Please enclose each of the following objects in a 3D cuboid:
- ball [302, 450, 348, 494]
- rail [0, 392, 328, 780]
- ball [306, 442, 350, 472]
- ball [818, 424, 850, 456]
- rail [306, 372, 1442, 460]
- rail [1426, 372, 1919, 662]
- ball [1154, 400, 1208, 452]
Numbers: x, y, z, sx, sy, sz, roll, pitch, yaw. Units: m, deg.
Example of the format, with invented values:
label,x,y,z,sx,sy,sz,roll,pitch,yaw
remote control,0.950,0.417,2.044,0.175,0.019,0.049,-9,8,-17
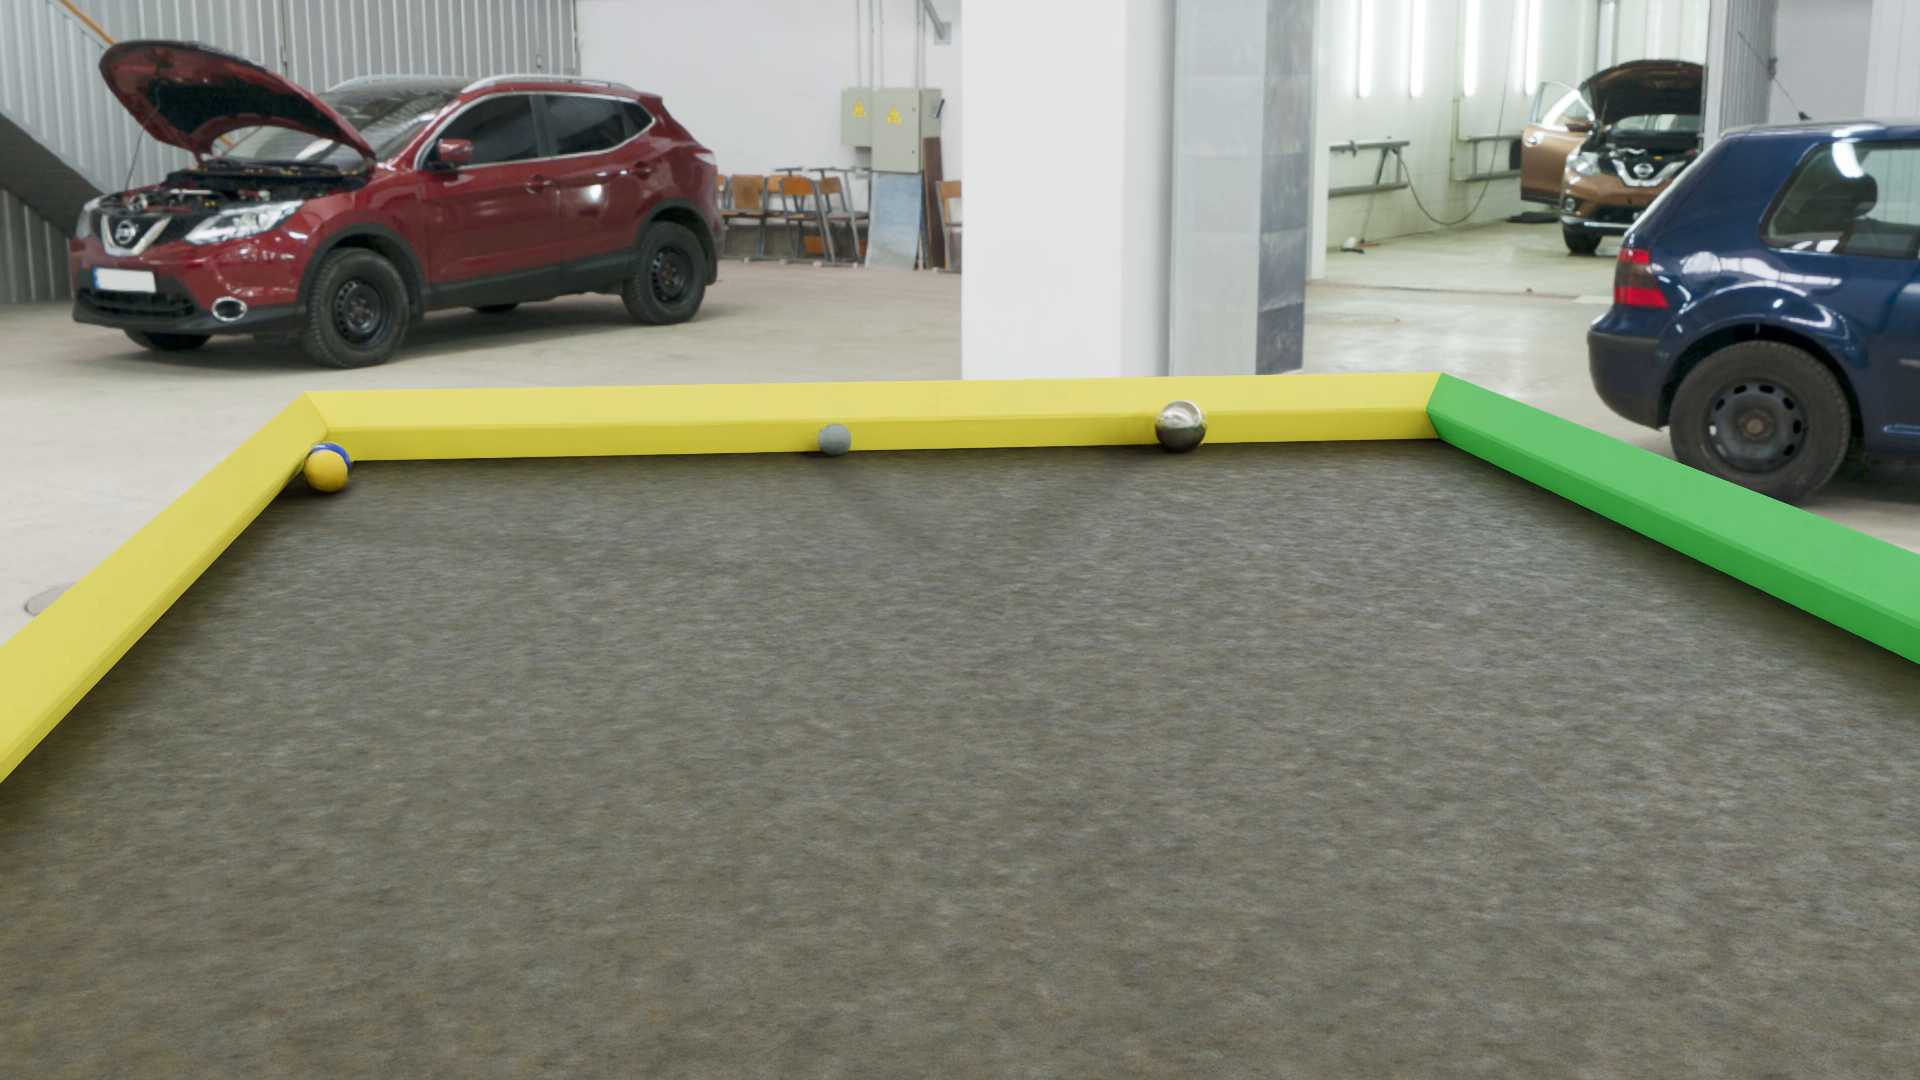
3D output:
label,x,y,z,sx,sy,sz,roll,pitch,yaw
ball,-1.073,-0.116,3.717,0.074,0.074,0.074,0,12,0
rail,-0.913,0.211,2.018,0.045,0.128,4.128,-1,12,-7
ball,-1.088,-0.132,3.789,0.075,0.075,0.075,0,12,0
ball,-0.235,-0.186,4.084,0.061,0.061,0.061,0,12,0
rail,-0.126,-0.230,4.127,2.148,0.128,0.045,-1,12,-7
rail,1.171,0.157,2.275,0.045,0.128,4.128,-1,12,-7
ball,0.415,-0.215,4.128,0.098,0.098,0.098,0,12,0
